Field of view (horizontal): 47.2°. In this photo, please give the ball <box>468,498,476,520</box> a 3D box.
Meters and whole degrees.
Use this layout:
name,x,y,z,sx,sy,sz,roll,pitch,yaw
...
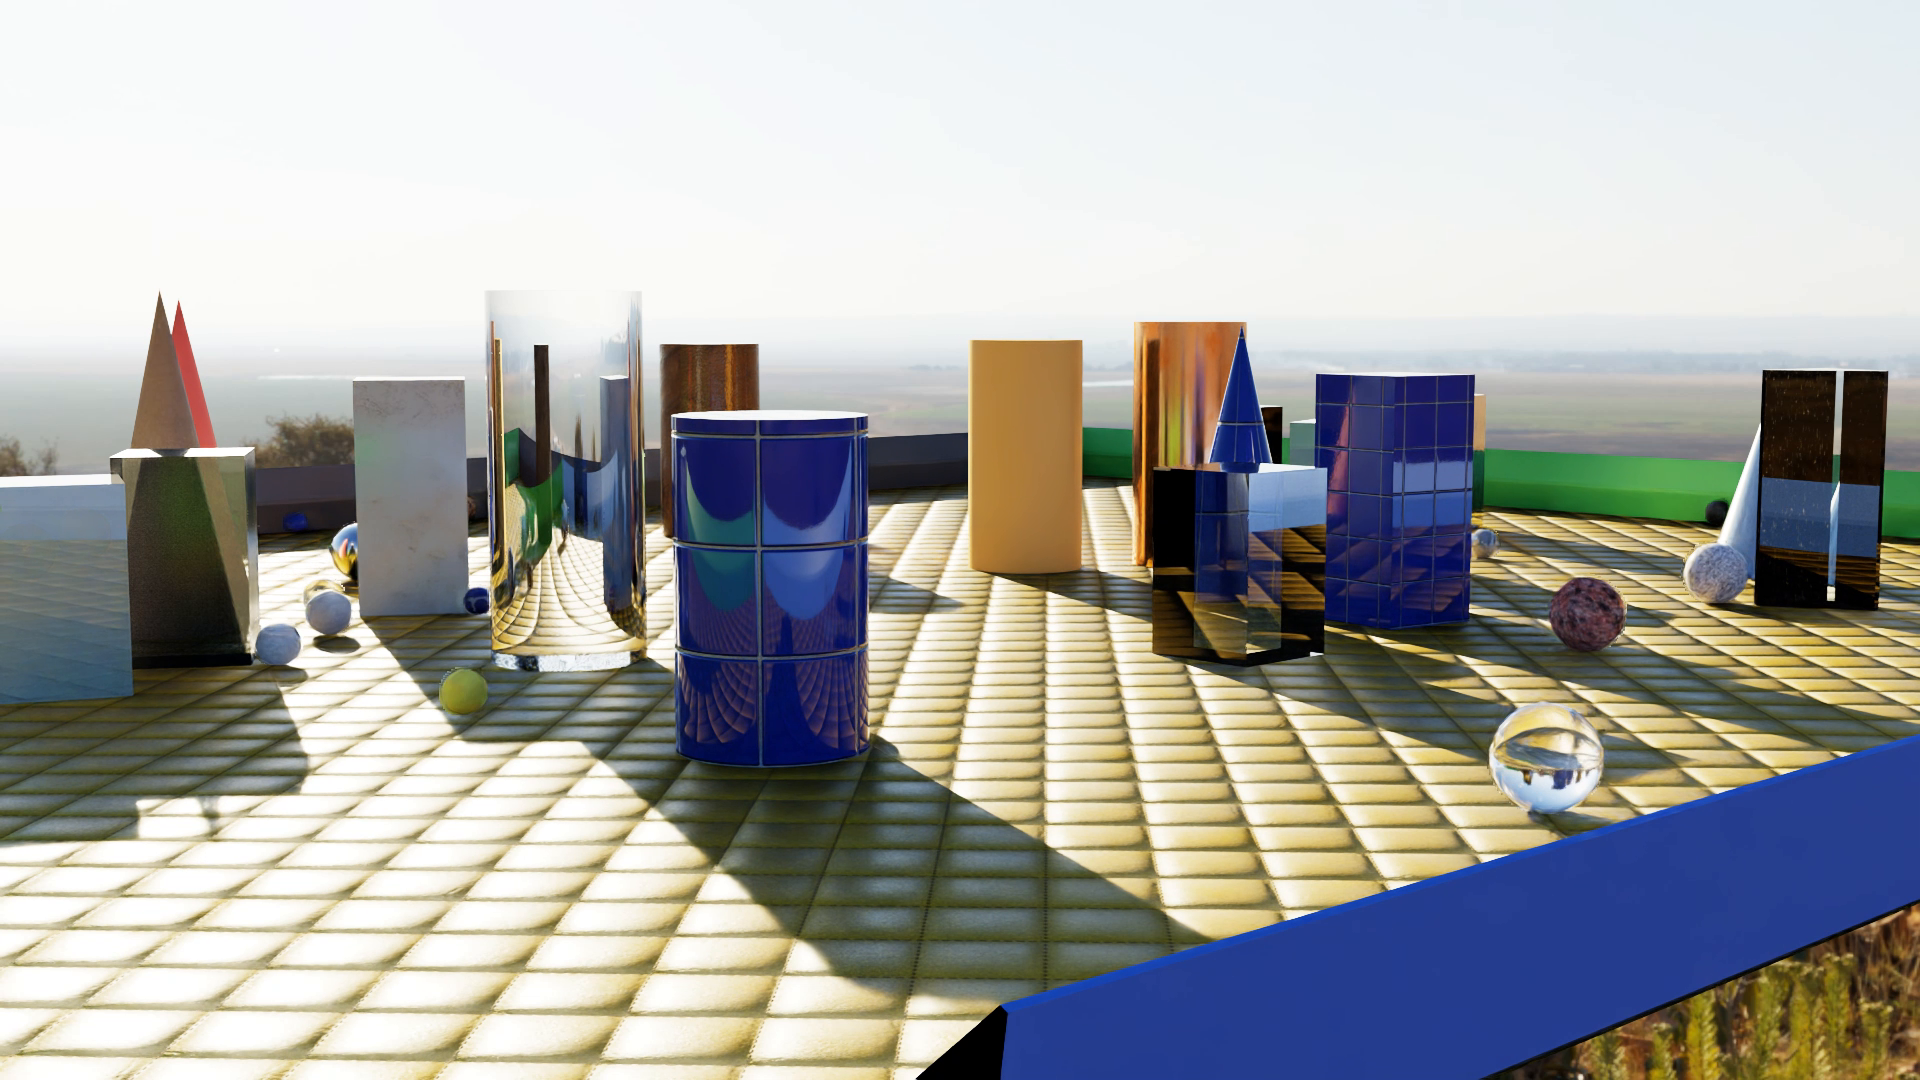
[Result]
name,x,y,z,sx,sy,sz,roll,pitch,yaw
ball,-1.051,-0.066,4.636,0.058,0.058,0.058,0,6,0

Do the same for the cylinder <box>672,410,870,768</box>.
name,x,y,z,sx,sy,sz,roll,pitch,yaw
cylinder,-0.191,0.043,2.229,0.197,0.340,0.197,0,6,0

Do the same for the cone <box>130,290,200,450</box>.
name,x,y,z,sx,sy,sz,roll,pitch,yaw
cone,-1.122,-0.117,3.108,0.197,0.476,0.197,0,6,0

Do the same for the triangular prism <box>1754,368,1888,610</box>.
name,x,y,z,sx,sy,sz,roll,pitch,yaw
triangular prism,1.309,-0.082,3.351,0.171,0.356,0.148,2,6,20

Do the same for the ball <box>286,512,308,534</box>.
name,x,y,z,sx,sy,sz,roll,pitch,yaw
ball,-1.328,-0.035,4.403,0.043,0.043,0.043,0,6,0

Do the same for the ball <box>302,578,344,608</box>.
name,x,y,z,sx,sy,sz,roll,pitch,yaw
ball,-0.924,0.084,3.191,0.058,0.058,0.058,0,6,0

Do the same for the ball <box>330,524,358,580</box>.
name,x,y,z,sx,sy,sz,roll,pitch,yaw
ball,-0.995,0.019,3.642,0.094,0.094,0.094,0,6,0

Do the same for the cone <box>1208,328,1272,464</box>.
name,x,y,z,sx,sy,sz,roll,pitch,yaw
cone,0.443,-0.129,3.475,0.197,0.423,0.197,0,6,0

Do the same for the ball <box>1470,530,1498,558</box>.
name,x,y,z,sx,sy,sz,roll,pitch,yaw
ball,0.944,0.007,3.964,0.052,0.052,0.052,0,6,0

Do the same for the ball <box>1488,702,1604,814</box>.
name,x,y,z,sx,sy,sz,roll,pitch,yaw
ball,0.520,0.193,1.953,0.099,0.099,0.099,0,6,0

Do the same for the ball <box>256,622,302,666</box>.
name,x,y,z,sx,sy,sz,roll,pitch,yaw
ball,-0.856,0.130,2.764,0.056,0.056,0.056,0,6,0

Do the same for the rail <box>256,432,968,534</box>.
name,x,y,z,sx,sy,sz,roll,pitch,yaw
rail,-1.159,-0.097,4.581,4.092,0.128,0.045,-5,8,-42

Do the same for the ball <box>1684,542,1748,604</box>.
name,x,y,z,sx,sy,sz,roll,pitch,yaw
ball,1.151,0.051,3.347,0.093,0.093,0.093,0,6,0

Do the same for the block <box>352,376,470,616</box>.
name,x,y,z,sx,sy,sz,roll,pitch,yaw
block,-0.817,-0.069,3.285,0.158,0.344,0.158,-1,6,-12

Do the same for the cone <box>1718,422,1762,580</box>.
name,x,y,z,sx,sy,sz,roll,pitch,yaw
cone,1.372,-0.104,3.719,0.197,0.323,0.197,0,6,0

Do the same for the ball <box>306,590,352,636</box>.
name,x,y,z,sx,sy,sz,roll,pitch,yaw
ball,-0.868,0.100,3.024,0.062,0.062,0.062,0,6,0

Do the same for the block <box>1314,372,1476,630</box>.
name,x,y,z,sx,sy,sz,roll,pitch,yaw
block,0.622,-0.061,3.163,0.158,0.354,0.158,-4,7,-34

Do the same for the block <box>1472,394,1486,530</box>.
name,x,y,z,sx,sy,sz,roll,pitch,yaw
block,0.964,-0.160,4.500,0.158,0.273,0.158,5,8,40

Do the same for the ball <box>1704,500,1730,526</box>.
name,x,y,z,sx,sy,sz,roll,pitch,yaw
ball,1.572,-0.056,4.563,0.052,0.052,0.052,0,6,0

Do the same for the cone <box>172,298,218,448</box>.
name,x,y,z,sx,sy,sz,roll,pitch,yaw
cone,-1.208,-0.144,3.422,0.197,0.465,0.197,0,6,0

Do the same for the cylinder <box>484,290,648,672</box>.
name,x,y,z,sx,sy,sz,roll,pitch,yaw
cylinder,-0.500,-0.081,2.795,0.197,0.469,0.197,0,6,0

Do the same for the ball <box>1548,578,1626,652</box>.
name,x,y,z,sx,sy,sz,roll,pitch,yaw
ball,0.822,0.097,2.882,0.097,0.097,0.097,0,6,0

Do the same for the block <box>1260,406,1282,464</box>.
name,x,y,z,sx,sy,sz,roll,pitch,yaw
block,0.522,-0.136,4.338,0.158,0.257,0.158,-4,7,-37

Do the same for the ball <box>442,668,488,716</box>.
name,x,y,z,sx,sy,sz,roll,pitch,yaw
ball,-0.547,0.168,2.427,0.051,0.051,0.051,0,6,0

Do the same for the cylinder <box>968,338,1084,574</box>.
name,x,y,z,sx,sy,sz,roll,pitch,yaw
cylinder,0.113,-0.149,3.810,0.197,0.394,0.197,0,6,0

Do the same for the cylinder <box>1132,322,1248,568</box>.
name,x,y,z,sx,sy,sz,roll,pitch,yaw
cylinder,0.403,-0.171,3.869,0.197,0.425,0.197,0,6,0

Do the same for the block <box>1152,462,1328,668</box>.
name,x,y,z,sx,sy,sz,roll,pitch,yaw
block,0.362,0.027,2.849,0.158,0.243,0.158,-6,8,-43

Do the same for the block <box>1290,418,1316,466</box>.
name,x,y,z,sx,sy,sz,roll,pitch,yaw
block,0.681,-0.084,3.877,0.158,0.250,0.158,3,7,27

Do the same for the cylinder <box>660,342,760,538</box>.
name,x,y,z,sx,sy,sz,roll,pitch,yaw
cylinder,-0.496,-0.200,4.366,0.197,0.379,0.197,0,6,0

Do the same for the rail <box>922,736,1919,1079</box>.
name,x,y,z,sx,sy,sz,roll,pitch,yaw
rail,1.159,0.164,2.082,4.092,0.128,0.045,-5,8,-42

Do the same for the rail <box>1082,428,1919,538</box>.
name,x,y,z,sx,sy,sz,roll,pitch,yaw
rail,1.486,-0.109,4.696,0.045,0.128,3.466,-5,8,-42

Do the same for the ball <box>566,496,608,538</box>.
name,x,y,z,sx,sy,sz,roll,pitch,yaw
ball,-0.732,-0.045,4.323,0.080,0.080,0.080,0,6,0

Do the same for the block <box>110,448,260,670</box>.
name,x,y,z,sx,sy,sz,roll,pitch,yaw
block,-0.987,0.020,2.812,0.158,0.265,0.158,-1,6,-13

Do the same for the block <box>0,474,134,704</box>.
name,x,y,z,sx,sy,sz,roll,pitch,yaw
block,-1.062,0.054,2.576,0.158,0.247,0.158,-3,6,-23

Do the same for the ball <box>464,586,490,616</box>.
name,x,y,z,sx,sy,sz,roll,pitch,yaw
ball,-0.706,0.089,3.224,0.042,0.042,0.042,0,6,0
